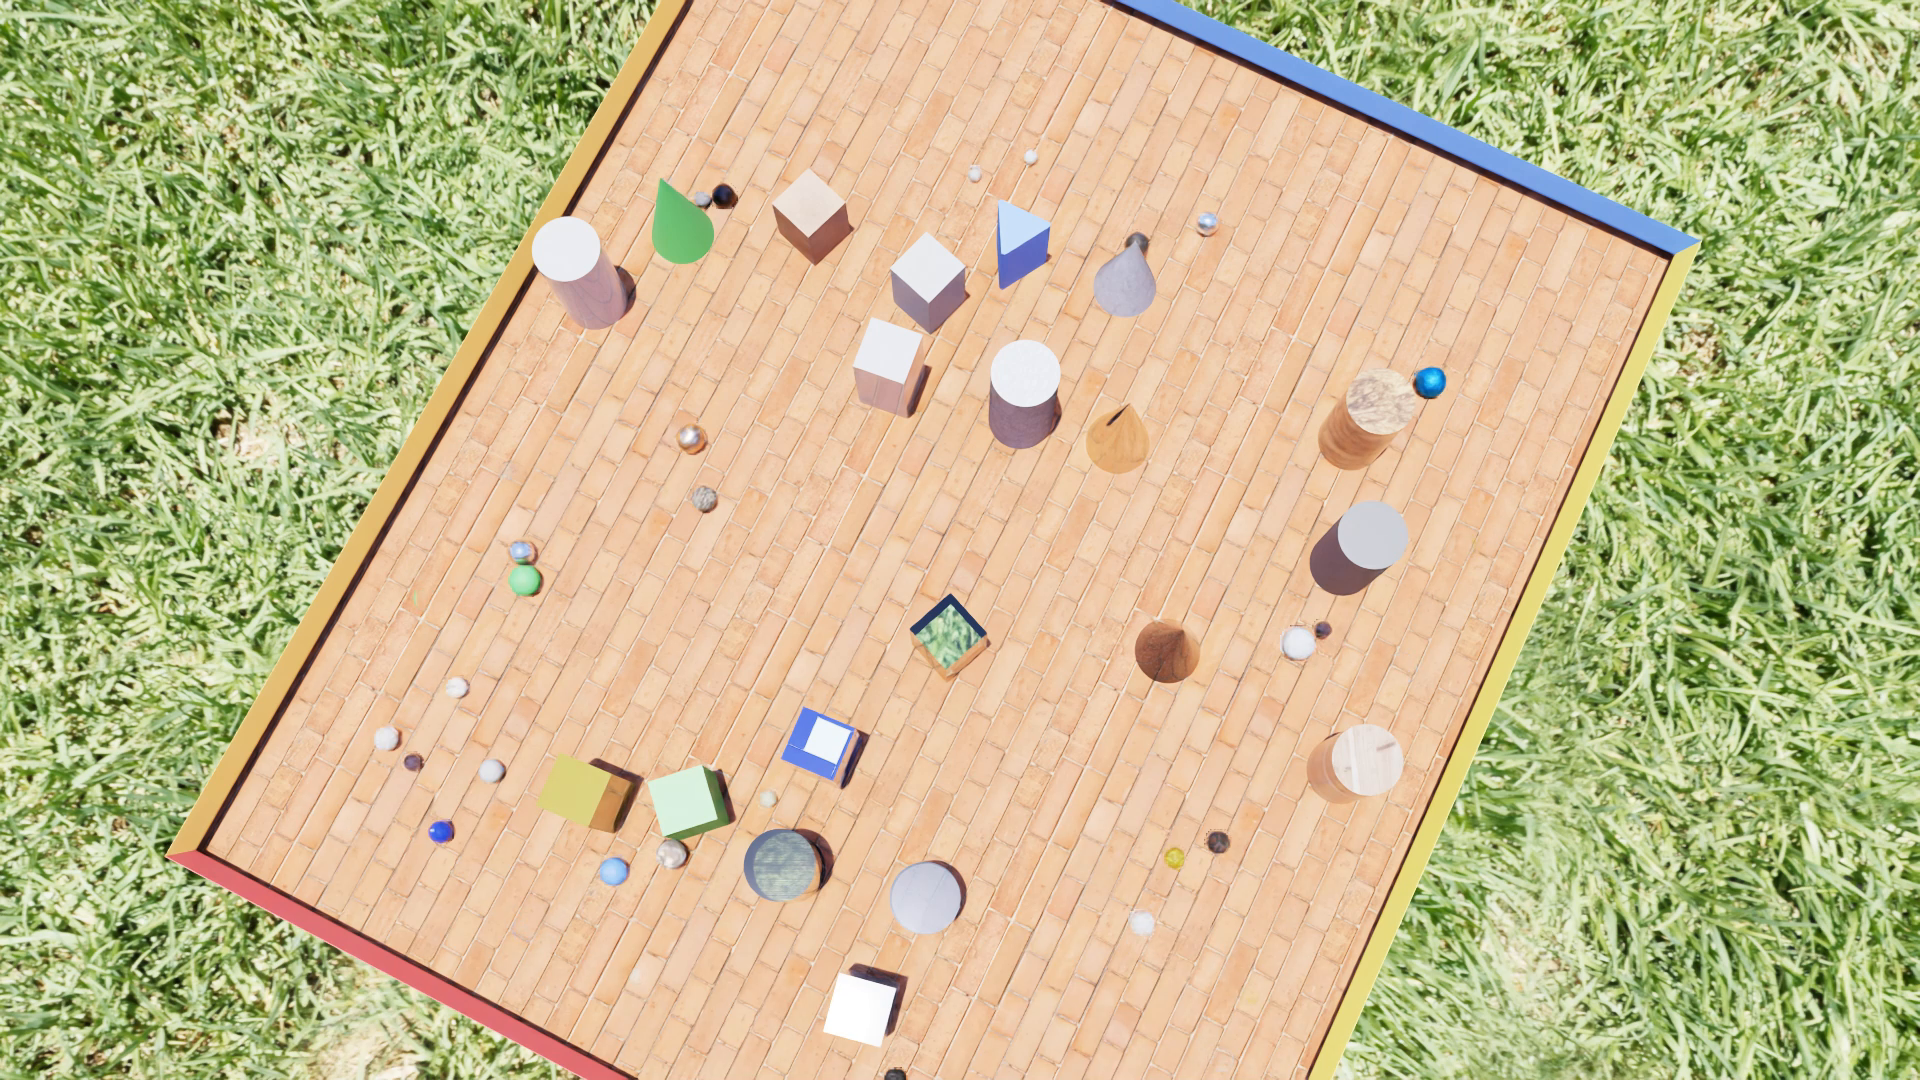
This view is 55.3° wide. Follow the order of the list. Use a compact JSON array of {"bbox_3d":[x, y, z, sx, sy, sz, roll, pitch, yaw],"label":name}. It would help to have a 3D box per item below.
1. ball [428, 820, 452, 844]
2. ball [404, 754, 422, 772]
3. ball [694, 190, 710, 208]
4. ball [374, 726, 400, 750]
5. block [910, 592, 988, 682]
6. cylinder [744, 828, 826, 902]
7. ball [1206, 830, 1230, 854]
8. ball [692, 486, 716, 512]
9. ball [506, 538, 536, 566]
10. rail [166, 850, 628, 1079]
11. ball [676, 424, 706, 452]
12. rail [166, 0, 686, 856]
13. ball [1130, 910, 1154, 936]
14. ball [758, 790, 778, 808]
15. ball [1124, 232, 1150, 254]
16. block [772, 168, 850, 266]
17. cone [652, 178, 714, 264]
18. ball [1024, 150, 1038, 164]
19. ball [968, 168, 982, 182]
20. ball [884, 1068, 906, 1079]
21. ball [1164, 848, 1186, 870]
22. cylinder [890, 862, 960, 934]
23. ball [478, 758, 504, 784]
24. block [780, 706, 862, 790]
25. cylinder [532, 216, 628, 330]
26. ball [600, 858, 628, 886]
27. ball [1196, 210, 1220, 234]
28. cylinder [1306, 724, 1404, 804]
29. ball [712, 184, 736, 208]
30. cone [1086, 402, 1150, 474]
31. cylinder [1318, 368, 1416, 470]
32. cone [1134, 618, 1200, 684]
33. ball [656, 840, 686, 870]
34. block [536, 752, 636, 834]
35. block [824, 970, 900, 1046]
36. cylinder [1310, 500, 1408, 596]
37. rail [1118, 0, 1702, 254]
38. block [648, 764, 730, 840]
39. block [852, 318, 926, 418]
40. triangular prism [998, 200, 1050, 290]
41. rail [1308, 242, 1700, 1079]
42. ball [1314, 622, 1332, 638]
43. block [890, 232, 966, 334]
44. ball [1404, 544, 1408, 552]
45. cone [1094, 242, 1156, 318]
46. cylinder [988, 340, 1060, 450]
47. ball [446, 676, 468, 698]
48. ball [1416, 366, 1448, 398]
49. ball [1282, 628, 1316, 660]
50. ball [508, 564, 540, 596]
[{"bbox_3d":[-1.532,0.861,5.403,0.068,0.068,0.068,0,78,0],"label":"ball"},{"bbox_3d":[-1.629,0.663,5.453,0.053,0.053,0.053,0,78,0],"label":"ball"},{"bbox_3d":[-0.818,-1.082,5.814,0.053,0.053,0.053,0,78,0],"label":"ball"},{"bbox_3d":[-1.708,0.591,5.457,0.073,0.073,0.073,0,78,0],"label":"ball"},{"bbox_3d":[-0.033,0.291,5.404,0.159,0.298,0.159,-41,81,-8],"label":"block"},{"bbox_3d":[-0.496,0.933,5.227,0.199,0.385,0.199,0,78,0],"label":"cylinder"},{"bbox_3d":[0.762,0.892,5.397,0.069,0.069,0.069,0,78,0],"label":"ball"},{"bbox_3d":[-0.783,-0.126,5.603,0.077,0.077,0.077,0,78,0],"label":"ball"},{"bbox_3d":[-1.333,0.037,5.566,0.084,0.084,0.084,0,78,0],"label":"ball"},{"bbox_3d":[-0.825,1.623,5.214,3.271,0.129,0.045,26,80,5],"label":"rail"},{"bbox_3d":[-0.827,-0.313,5.636,0.089,0.089,0.089,0,78,0],"label":"ball"},{"bbox_3d":[-1.442,-0.699,5.694,0.045,0.129,3.738,26,80,5],"label":"rail"},{"bbox_3d":[0.532,1.119,5.347,0.074,0.074,0.074,0,78,0],"label":"ball"},{"bbox_3d":[-0.569,0.767,5.431,0.053,0.053,0.053,0,78,0],"label":"ball"},{"bbox_3d":[0.555,-0.926,5.742,0.077,0.077,0.077,0,78,0],"label":"ball"},{"bbox_3d":[-0.461,-1.001,5.697,0.159,0.248,0.159,44,82,8],"label":"block"},{"bbox_3d":[-0.879,-1.016,5.593,0.199,0.459,0.199,0,78,0],"label":"cone"},{"bbox_3d":[0.225,-1.221,5.846,0.046,0.046,0.046,0,78,0],"label":"ball"},{"bbox_3d":[0.047,-1.163,5.835,0.043,0.043,0.043,0,78,0],"label":"ball"},{"bbox_3d":[-0.186,1.550,5.263,0.063,0.063,0.063,0,78,0],"label":"ball"},{"bbox_3d":[0.632,0.936,5.391,0.062,0.062,0.062,0,78,0],"label":"ball"},{"bbox_3d":[-0.097,1.027,5.249,0.199,0.303,0.199,0,78,0],"label":"cylinder"},{"bbox_3d":[-1.391,0.686,5.438,0.073,0.073,0.073,0,78,0],"label":"ball"},{"bbox_3d":[-0.396,0.606,5.301,0.159,0.372,0.159,22,79,4],"label":"block"},{"bbox_3d":[-1.147,-0.802,5.554,0.199,0.448,0.199,0,78,0],"label":"cylinder"},{"bbox_3d":[-1.016,0.972,5.373,0.083,0.083,0.083,0,78,0],"label":"ball"},{"bbox_3d":[0.781,-1.001,5.786,0.075,0.075,0.075,0,78,0],"label":"ball"},{"bbox_3d":[1.134,0.650,5.286,0.199,0.385,0.199,0,78,0],"label":"cylinder"},{"bbox_3d":[-0.748,-1.090,5.803,0.077,0.077,0.077,0,78,0],"label":"ball"},{"bbox_3d":[0.488,-0.347,5.458,0.199,0.452,0.199,0,78,0],"label":"cone"},{"bbox_3d":[1.208,-0.355,5.470,0.199,0.432,0.199,0,78,0],"label":"cylinder"},{"bbox_3d":[0.628,0.294,5.346,0.199,0.410,0.199,0,78,0],"label":"cone"},{"bbox_3d":[-0.847,0.922,5.372,0.088,0.088,0.088,0,78,0],"label":"ball"},{"bbox_3d":[-1.070,0.731,5.267,0.159,0.389,0.159,22,79,4],"label":"block"},{"bbox_3d":[-0.271,1.309,5.144,0.159,0.395,0.159,15,79,3],"label":"block"},{"bbox_3d":[1.167,0.029,5.389,0.199,0.433,0.199,0,78,0],"label":"cylinder"},{"bbox_3d":[0.825,-1.609,5.883,3.271,0.129,0.045,26,80,5],"label":"rail"},{"bbox_3d":[-0.782,0.764,5.307,0.159,0.298,0.159,-18,79,-4],"label":"block"},{"bbox_3d":[-0.211,-0.514,5.529,0.159,0.380,0.159,19,79,4],"label":"block"},{"bbox_3d":[0.160,-0.929,5.649,0.172,0.313,0.149,-33,80,-6],"label":"triangular prism"},{"bbox_3d":[1.442,0.713,5.402,0.045,0.129,3.738,26,80,5],"label":"rail"},{"bbox_3d":[1.097,0.271,5.534,0.052,0.052,0.052,0,78,0],"label":"ball"},{"bbox_3d":[-0.096,-0.784,5.622,0.159,0.306,0.159,43,81,8],"label":"block"},{"bbox_3d":[1.308,0.010,5.564,0.098,0.098,0.098,0,78,0],"label":"ball"},{"bbox_3d":[0.519,-0.838,5.585,0.199,0.402,0.199,0,78,0],"label":"cone"},{"bbox_3d":[0.187,-0.427,5.459,0.199,0.481,0.199,0,78,0],"label":"cylinder"},{"bbox_3d":[-1.509,0.442,5.493,0.063,0.063,0.063,0,78,0],"label":"ball"},{"bbox_3d":[1.457,-0.490,5.669,0.095,0.095,0.095,0,78,0],"label":"ball"},{"bbox_3d":[1.017,0.311,5.501,0.099,0.099,0.099,0,78,0],"label":"ball"},{"bbox_3d":[-1.317,0.122,5.543,0.095,0.095,0.095,0,78,0],"label":"ball"}]
